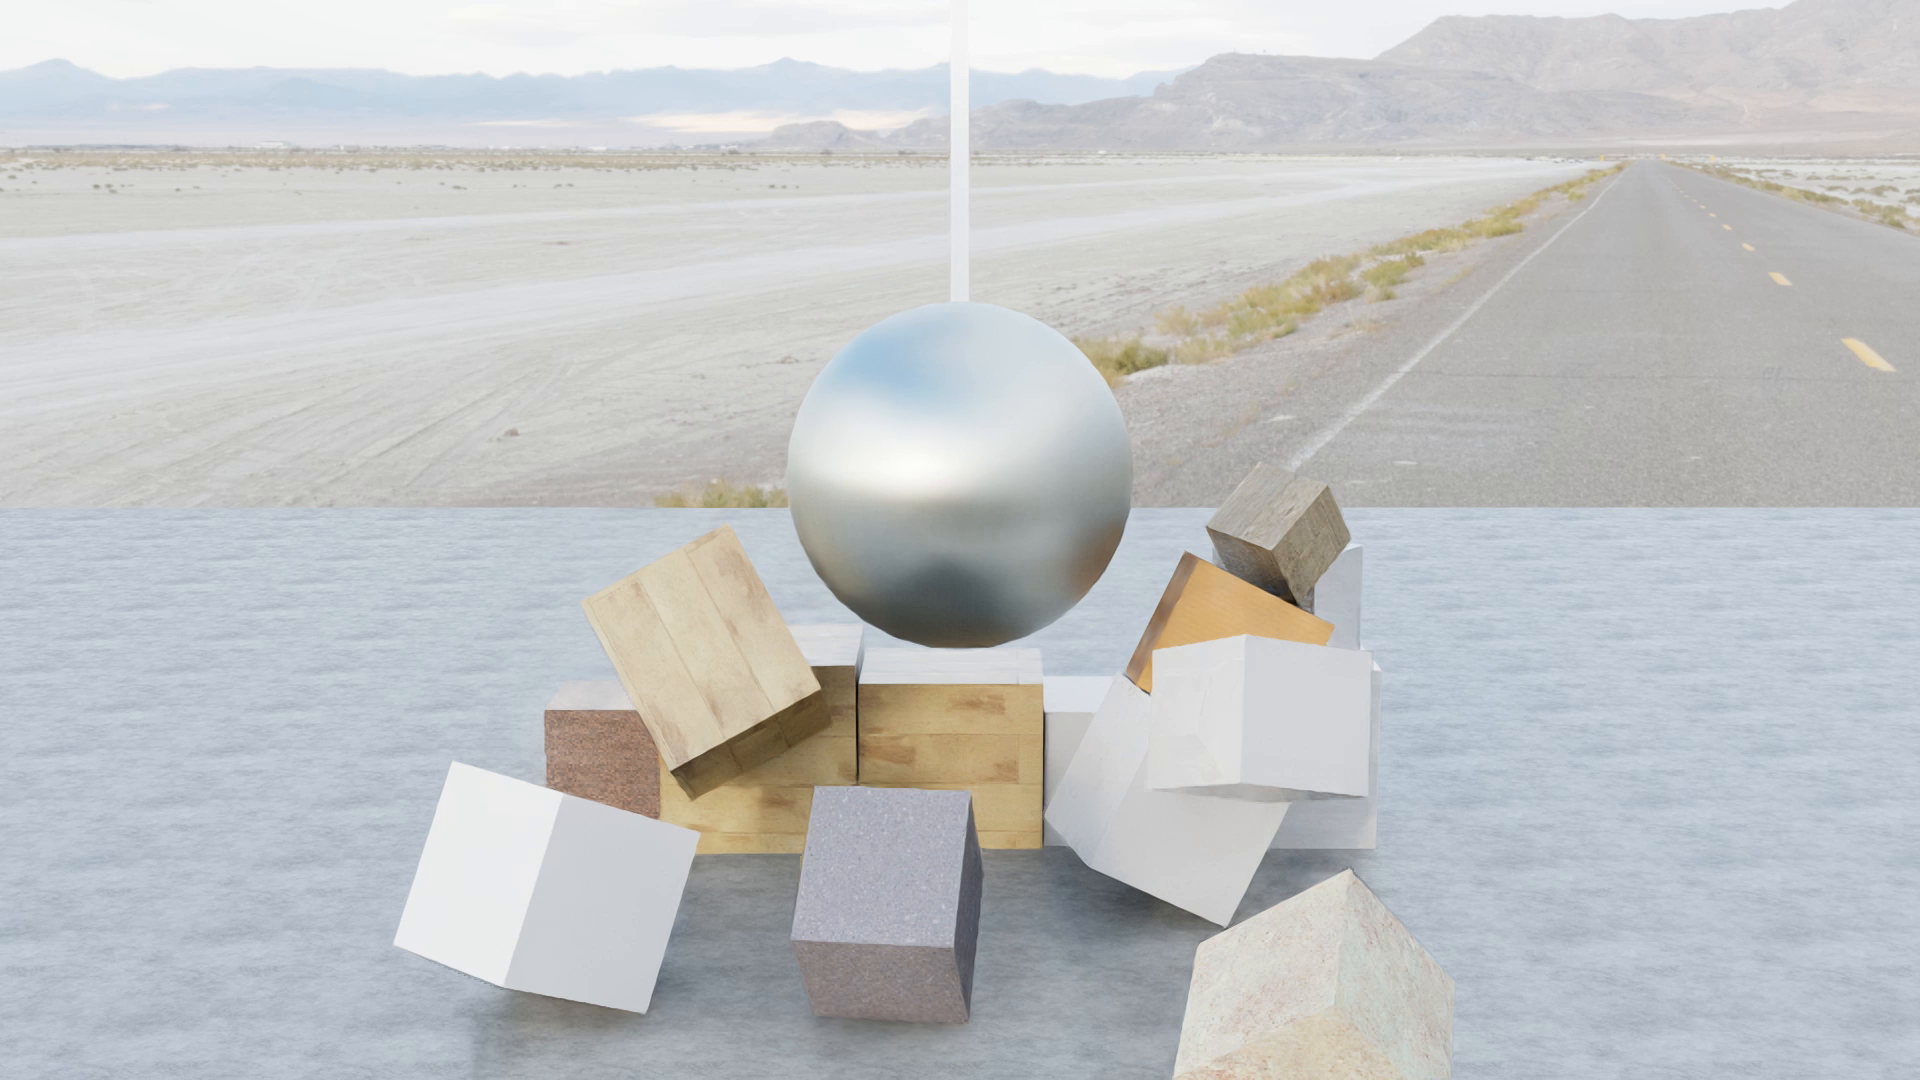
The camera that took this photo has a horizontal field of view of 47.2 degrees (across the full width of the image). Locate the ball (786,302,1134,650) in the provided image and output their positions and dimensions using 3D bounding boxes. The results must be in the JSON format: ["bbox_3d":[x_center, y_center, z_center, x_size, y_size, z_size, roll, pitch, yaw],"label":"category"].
[{"bbox_3d":[0.000,-0.292,10.122,1.600,1.600,1.600,0,10,0],"label":"ball"}]

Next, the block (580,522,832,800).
[{"bbox_3d":[-1.186,0.587,10.421,0.776,0.916,0.720,-28,-16,-8],"label":"block"}]

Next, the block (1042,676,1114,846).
[{"bbox_3d":[0.813,1.134,11.385,0.781,0.696,0.742,0,10,0],"label":"block"}]

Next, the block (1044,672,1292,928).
[{"bbox_3d":[0.974,1.186,10.167,0.737,0.777,0.754,26,3,-16],"label":"block"}]

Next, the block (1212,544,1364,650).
[{"bbox_3d":[1.672,0.298,11.242,0.589,0.552,0.495,8,13,38],"label":"block"}]

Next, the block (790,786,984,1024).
[{"bbox_3d":[-0.273,1.465,8.830,0.628,0.670,0.687,1,53,7],"label":"block"}]

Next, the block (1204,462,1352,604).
[{"bbox_3d":[1.559,-0.037,10.762,0.436,0.401,0.455,23,63,45],"label":"block"}]

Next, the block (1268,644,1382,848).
[{"bbox_3d":[1.651,1.027,11.348,0.872,0.919,0.792,0,10,0],"label":"block"}]

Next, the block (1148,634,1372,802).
[{"bbox_3d":[1.255,0.765,9.257,0.638,0.598,0.686,9,-12,-27],"label":"block"}]

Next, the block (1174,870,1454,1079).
[{"bbox_3d":[1.193,1.633,7.341,0.653,0.592,0.639,-34,19,30],"label":"block"}]

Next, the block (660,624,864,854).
[{"bbox_3d":[-1.000,1.005,11.346,0.974,0.963,0.936,0,10,0],"label":"block"}]

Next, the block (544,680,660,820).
[{"bbox_3d":[-1.792,1.137,11.384,0.590,0.691,0.608,0,10,0],"label":"block"}]

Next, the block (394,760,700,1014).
[{"bbox_3d":[-1.665,1.410,8.919,0.691,0.761,0.788,9,-12,39],"label":"block"}]

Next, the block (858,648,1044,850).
[{"bbox_3d":[-0.041,1.062,11.344,0.916,0.853,0.774,0,10,1],"label":"block"}]

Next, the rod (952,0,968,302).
[{"bbox_3d":[0.000,-3.692,10.074,0.080,5.200,0.080,0,1,0],"label":"rod"}]

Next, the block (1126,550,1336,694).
[{"bbox_3d":[1.262,0.514,10.399,0.696,0.652,0.685,26,3,-1],"label":"block"}]
